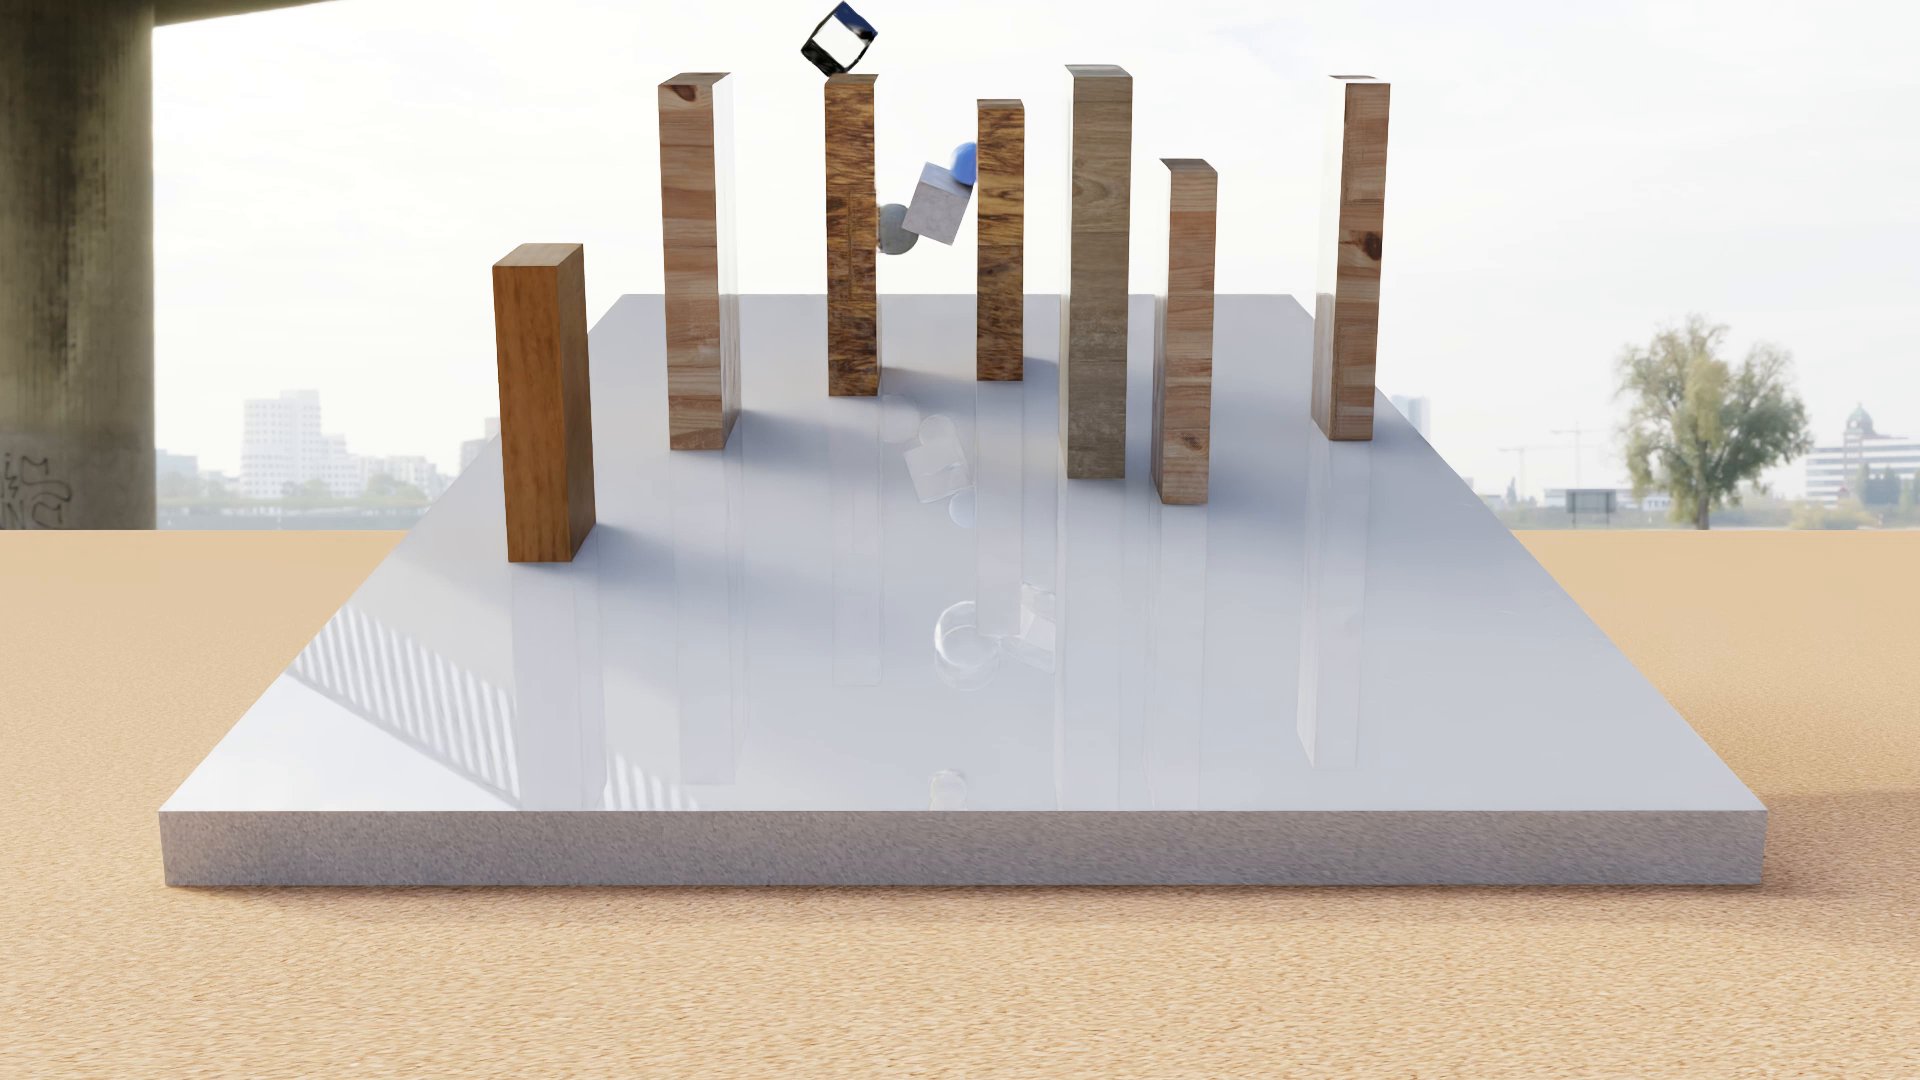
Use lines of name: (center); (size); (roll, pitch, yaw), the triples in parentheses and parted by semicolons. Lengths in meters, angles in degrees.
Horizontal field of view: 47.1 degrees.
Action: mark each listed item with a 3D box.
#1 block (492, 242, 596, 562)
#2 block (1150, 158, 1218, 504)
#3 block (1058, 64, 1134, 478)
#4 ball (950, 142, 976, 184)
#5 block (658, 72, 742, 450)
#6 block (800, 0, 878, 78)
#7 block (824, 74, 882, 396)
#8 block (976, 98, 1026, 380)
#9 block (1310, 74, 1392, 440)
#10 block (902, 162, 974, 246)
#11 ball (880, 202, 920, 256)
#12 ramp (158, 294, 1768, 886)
block: (-0.726, -0.246, 3.862); (0.109, 0.514, 0.274); (0, 16, 0)
block: (0.428, -0.405, 4.228); (0.087, 0.626, 0.253); (0, 16, 0)
block: (0.270, -0.553, 4.465); (0.114, 0.784, 0.399); (0, 16, 0)
ball: (0.028, -1.017, 5.939); (0.115, 0.115, 0.115); (0, 0, 0)
block: (-0.553, -0.606, 4.714); (0.112, 0.751, 0.415); (0, 16, 0)
block: (-0.344, -1.415, 6.253); (0.135, 0.135, 0.135); (39, -36, -17)
block: (-0.251, -0.732, 5.230); (0.114, 0.716, 0.369); (0, 16, 0)
block: (0.096, -0.741, 5.393); (0.111, 0.647, 0.320); (0, 16, 0)
block: (0.835, -0.607, 4.724); (0.093, 0.751, 0.247); (0, 16, 0)
block: (-0.058, -0.914, 5.981); (0.147, 0.147, 0.147); (20, 31, -4)
ball: (-0.187, -0.879, 6.221); (0.150, 0.150, 0.150); (0, 0, 0)
ramp: (-0.002, -0.152, 4.673); (2.000, 0.100, 4.000); (0, 16, 0)
